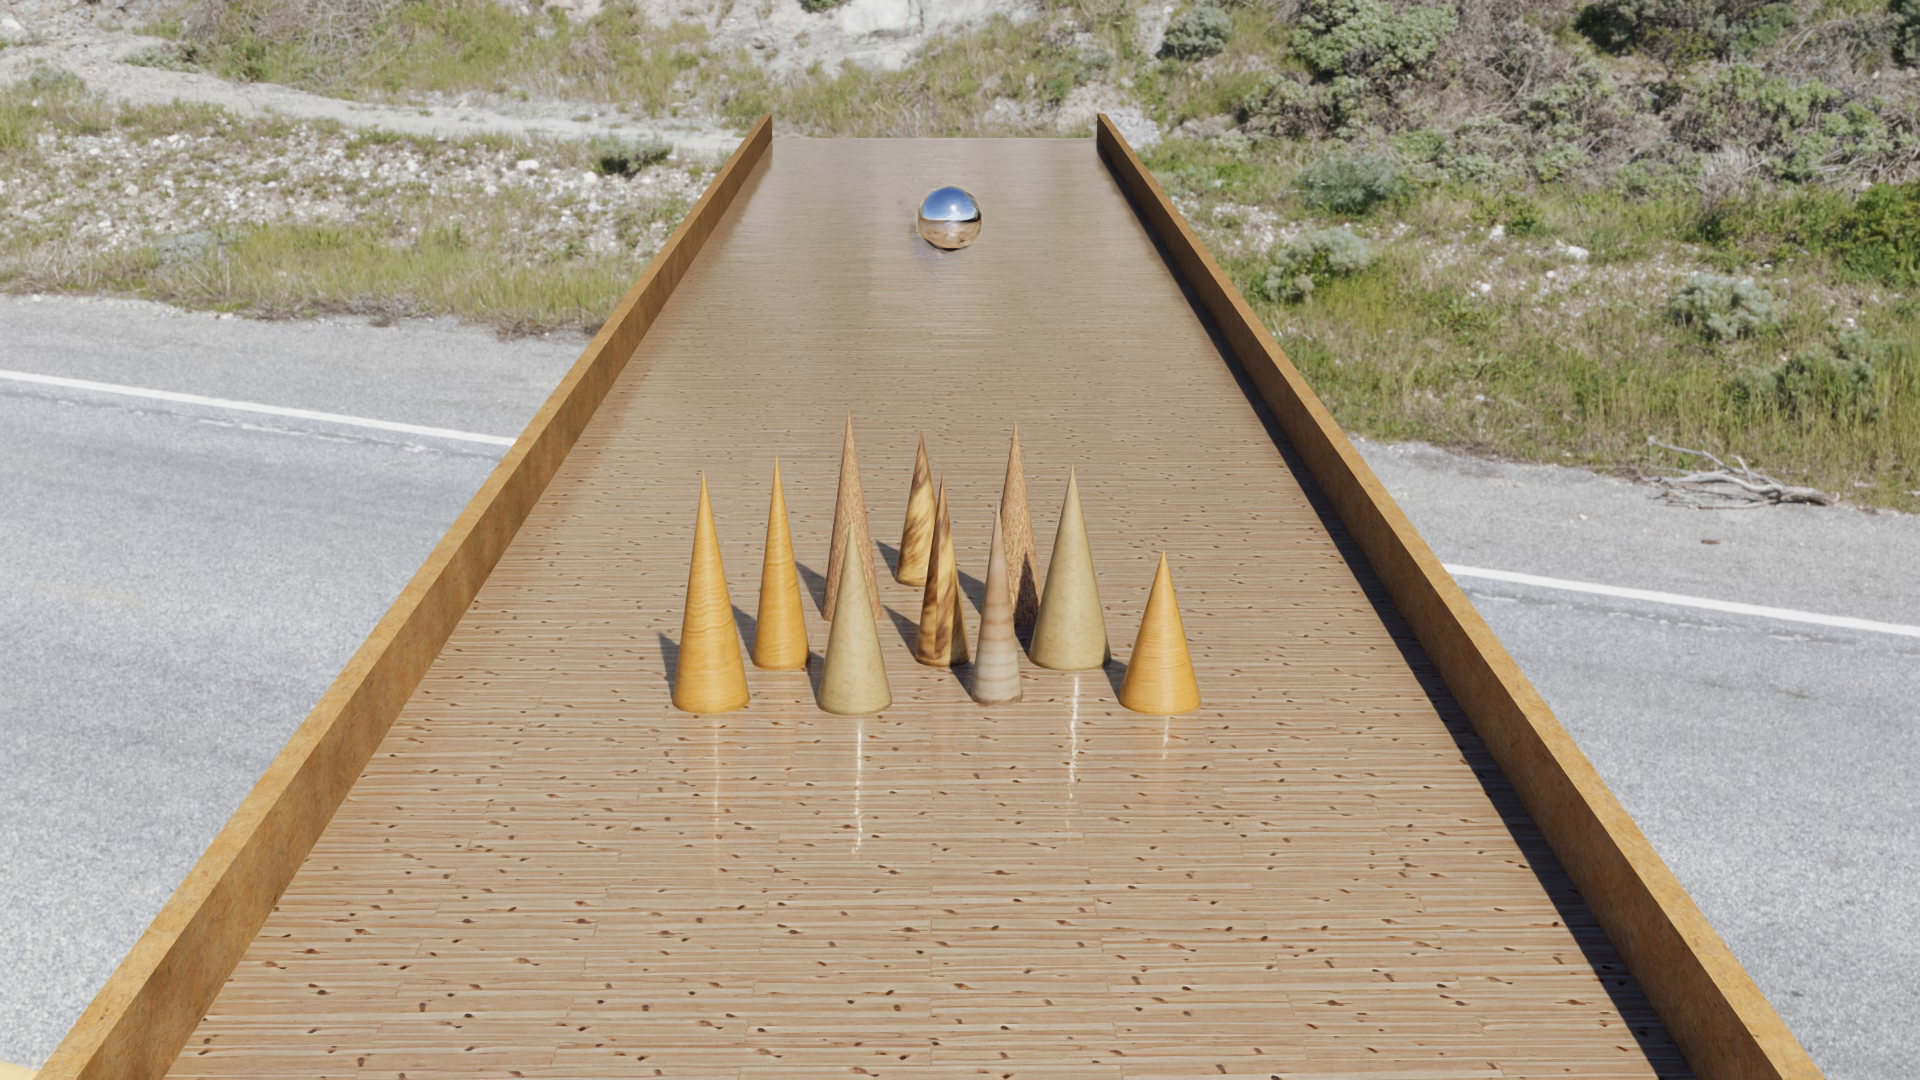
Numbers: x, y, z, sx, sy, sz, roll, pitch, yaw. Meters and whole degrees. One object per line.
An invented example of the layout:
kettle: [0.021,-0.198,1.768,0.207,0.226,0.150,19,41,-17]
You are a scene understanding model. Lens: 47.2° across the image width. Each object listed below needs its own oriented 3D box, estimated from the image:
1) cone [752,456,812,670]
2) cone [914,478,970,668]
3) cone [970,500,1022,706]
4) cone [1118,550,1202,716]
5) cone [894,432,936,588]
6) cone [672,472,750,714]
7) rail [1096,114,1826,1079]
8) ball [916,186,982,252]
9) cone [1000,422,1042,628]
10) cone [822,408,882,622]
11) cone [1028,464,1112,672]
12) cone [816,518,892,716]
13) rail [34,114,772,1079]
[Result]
cone: [-0.358,0.036,4.352,0.119,0.430,0.119,0,17,0]
cone: [-0.035,0.052,4.373,0.113,0.386,0.113,0,17,0]
cone: [0.070,0.108,4.159,0.101,0.401,0.101,0,17,0]
cone: [0.381,0.160,4.155,0.160,0.304,0.160,0,17,0]
cone: [-0.084,-0.080,4.887,0.127,0.346,0.127,0,17,0]
cone: [-0.475,0.088,4.134,0.148,0.455,0.148,0,17,0]
rail: [0.932,-0.844,7.801,0.050,0.150,12.000,0,17,-1]
ball: [-0.046,-1.364,9.331,0.274,0.274,0.274,0,17,0]
cone: [0.115,-0.043,4.613,0.135,0.433,0.135,0,17,0]
cone: [-0.231,-0.058,4.625,0.129,0.454,0.129,0,17,0]
cone: [0.221,0.043,4.375,0.169,0.404,0.169,0,17,0]
cone: [-0.201,0.131,4.134,0.145,0.371,0.145,0,17,0]
rail: [-1.118,-0.838,7.780,0.050,0.150,12.000,0,17,-1]
